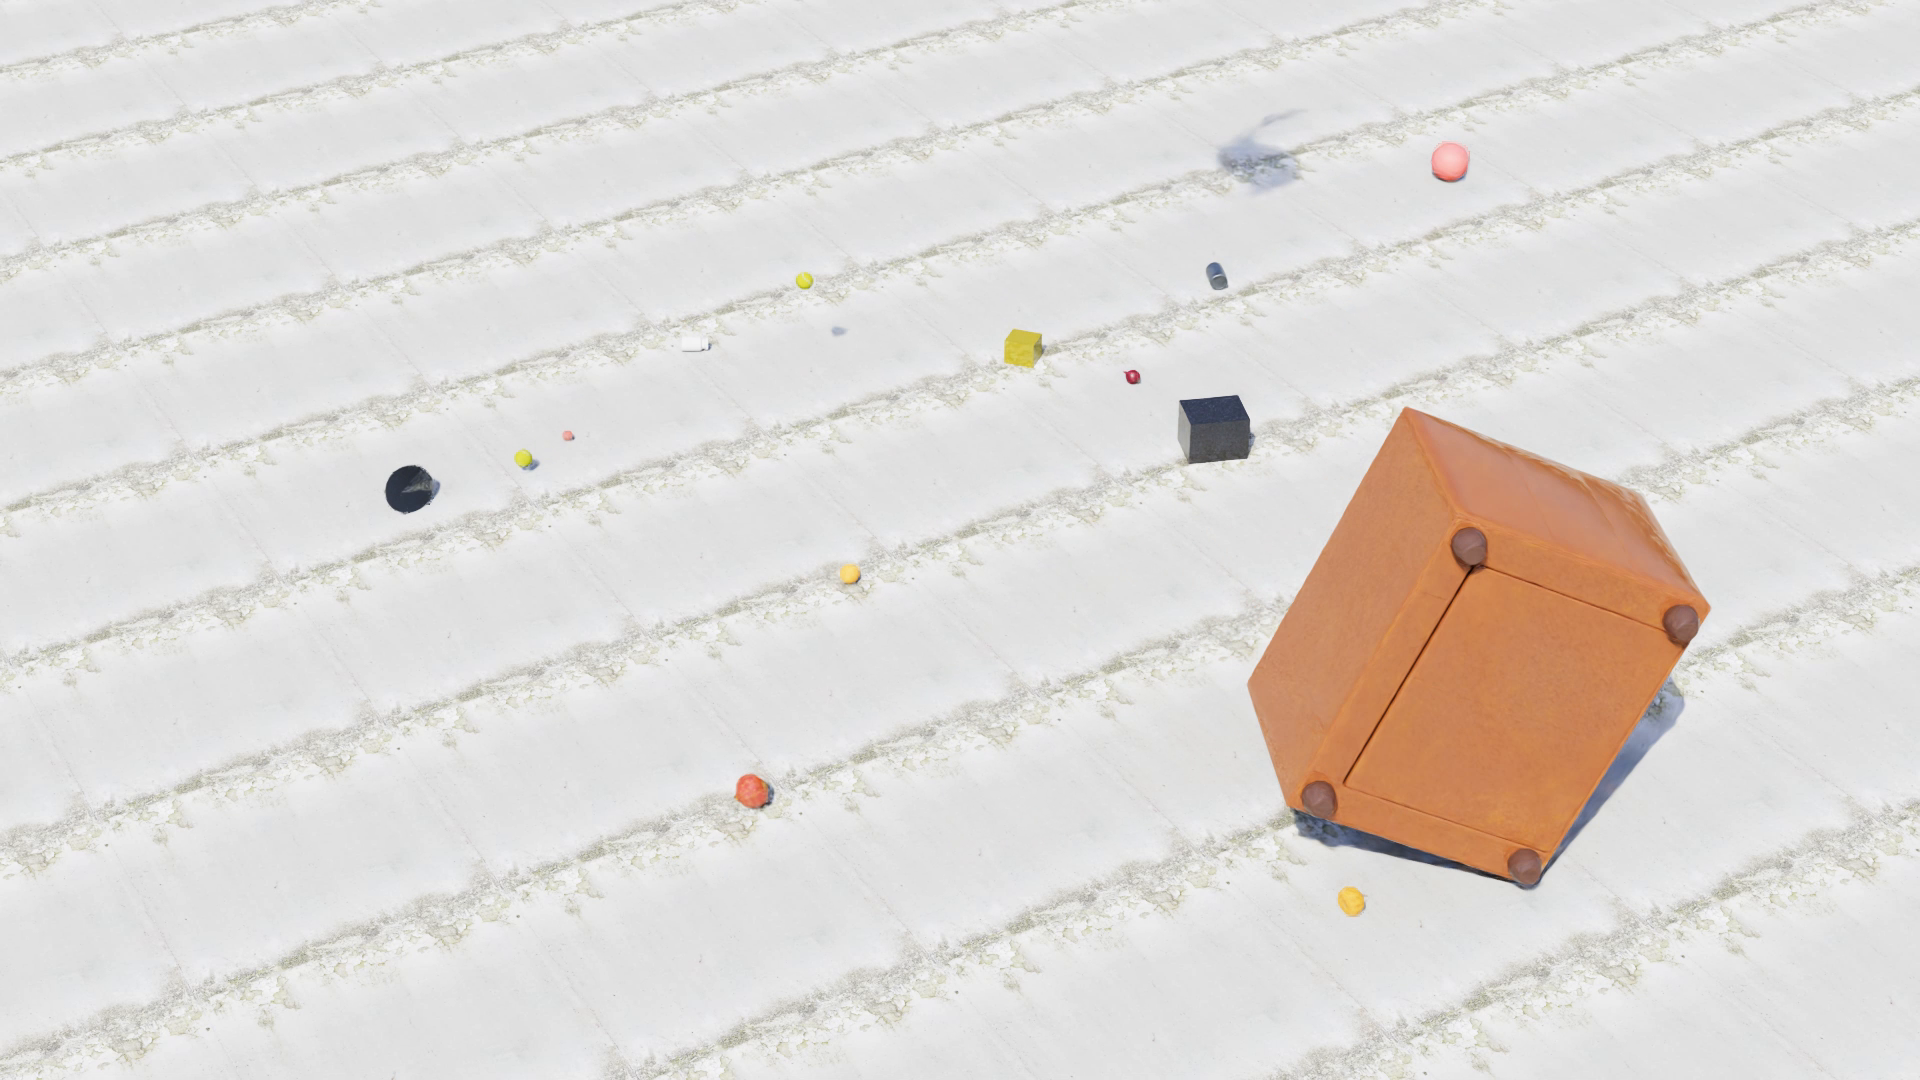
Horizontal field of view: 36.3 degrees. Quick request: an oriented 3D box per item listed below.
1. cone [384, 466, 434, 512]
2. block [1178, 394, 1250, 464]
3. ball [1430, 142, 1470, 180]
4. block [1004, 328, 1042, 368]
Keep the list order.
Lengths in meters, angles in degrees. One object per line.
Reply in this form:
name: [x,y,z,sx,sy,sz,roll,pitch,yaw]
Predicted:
cone: [-2.121,-0.183,11.159,0.211,0.172,0.120,-40,13,-34]
block: [0.989,-0.431,11.436,0.237,0.178,0.190,-6,34,-8]
ball: [2.241,-1.731,13.415,0.173,0.173,0.173,0,33,0]
block: [0.260,-0.787,12.044,0.126,0.105,0.108,12,35,17]
